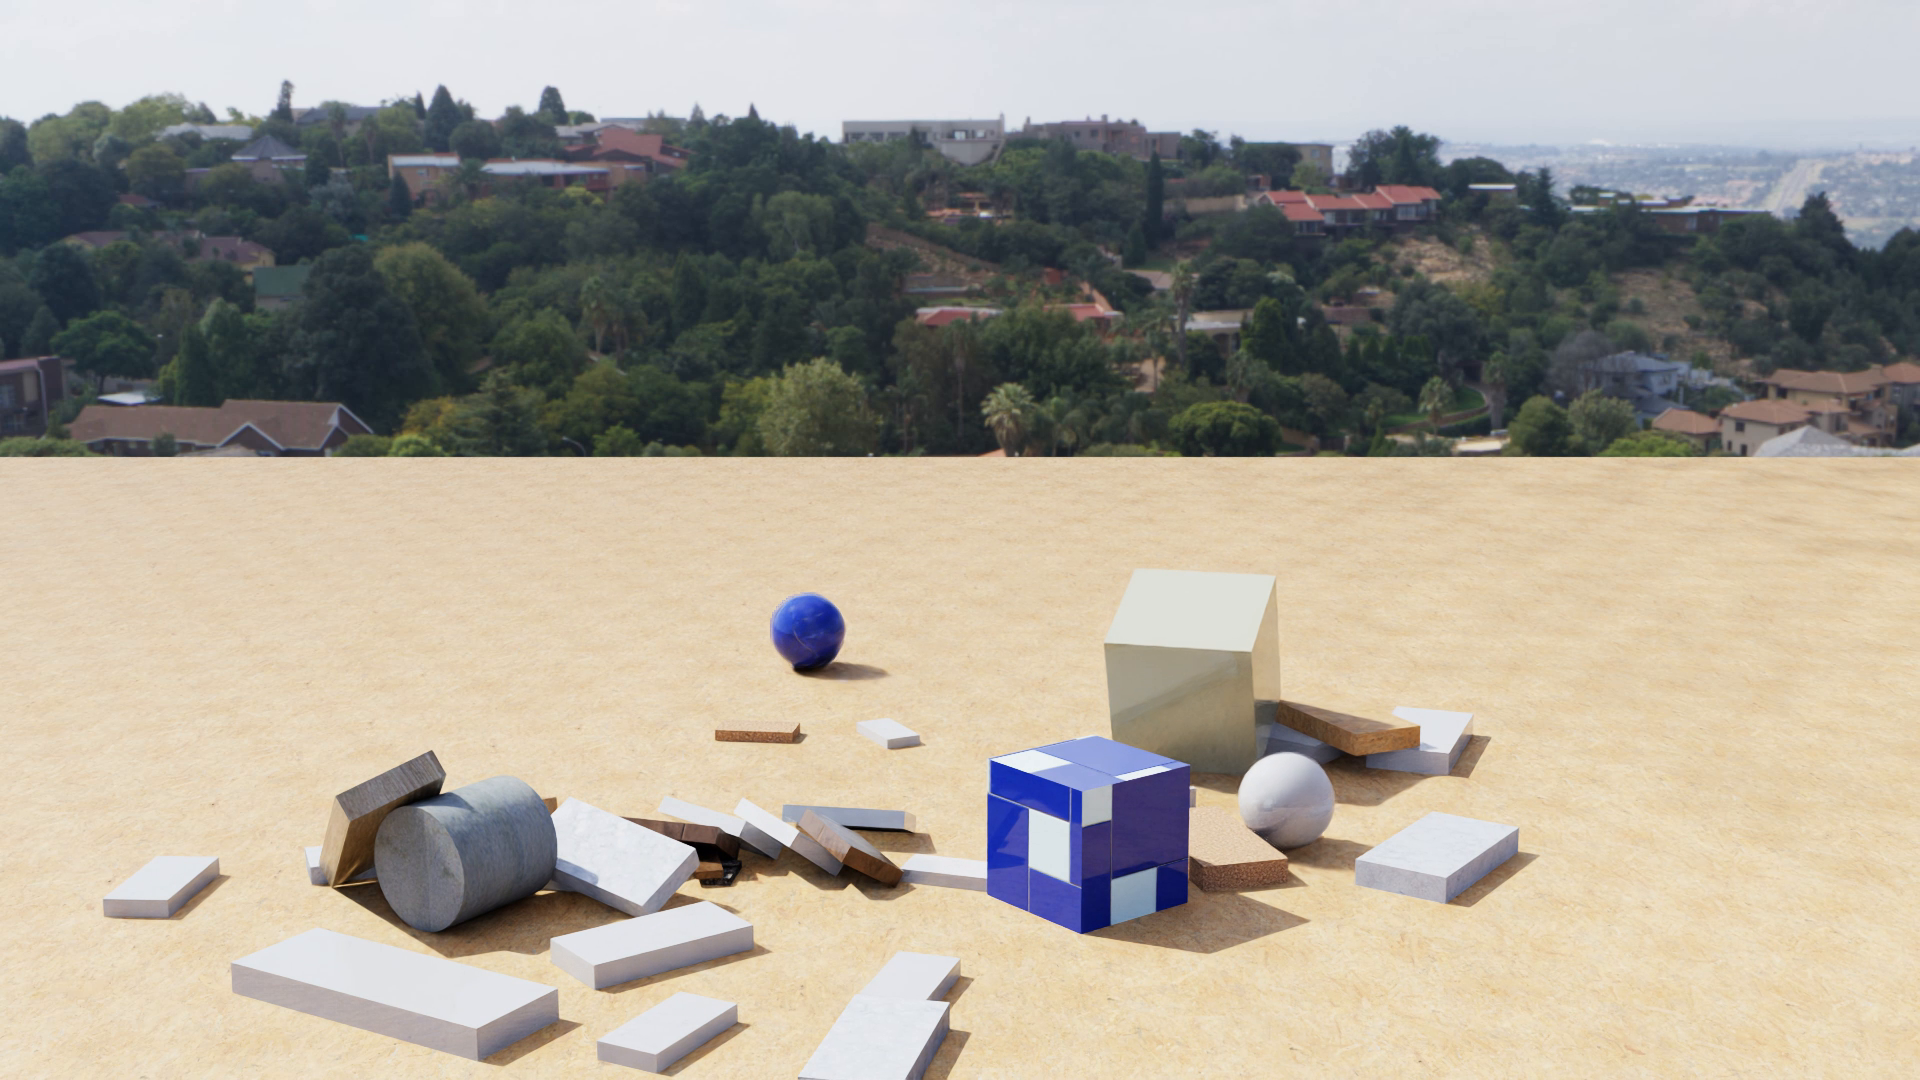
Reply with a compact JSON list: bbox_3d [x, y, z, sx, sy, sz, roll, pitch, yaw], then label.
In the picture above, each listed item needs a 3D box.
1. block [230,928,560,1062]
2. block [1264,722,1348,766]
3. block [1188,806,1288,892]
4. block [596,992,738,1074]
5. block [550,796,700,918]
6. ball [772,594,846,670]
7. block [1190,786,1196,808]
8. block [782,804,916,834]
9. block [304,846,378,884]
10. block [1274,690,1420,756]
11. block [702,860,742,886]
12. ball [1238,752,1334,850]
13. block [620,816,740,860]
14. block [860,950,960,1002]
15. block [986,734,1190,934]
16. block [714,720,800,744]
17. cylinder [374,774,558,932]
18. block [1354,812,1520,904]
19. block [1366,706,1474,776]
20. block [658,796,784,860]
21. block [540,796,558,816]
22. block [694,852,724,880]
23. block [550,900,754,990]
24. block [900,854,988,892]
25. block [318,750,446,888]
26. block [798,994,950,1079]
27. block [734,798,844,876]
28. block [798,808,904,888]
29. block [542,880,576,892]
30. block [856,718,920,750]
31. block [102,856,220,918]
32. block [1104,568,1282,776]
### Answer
[{"bbox_3d":[-0.824,0.654,3.193,0.481,0.048,0.168,6,12,30],"label":"block"},{"bbox_3d":[0.629,0.404,4.546,0.324,0.046,0.162,8,13,37],"label":"block"},{"bbox_3d":[0.437,0.536,3.841,0.154,0.044,0.309,-3,11,-16],"label":"block"},{"bbox_3d":[-0.407,0.686,3.073,0.099,0.028,0.198,5,12,27],"label":"block"},{"bbox_3d":[-0.582,0.525,3.634,0.277,0.039,0.139,17,45,30],"label":"block"},{"bbox_3d":[-0.357,0.217,5.195,0.177,0.177,0.177,0,11,0],"label":"ball"},{"bbox_3d":[0.286,0.471,4.188,0.154,0.044,0.309,-8,13,-37],"label":"block"},{"bbox_3d":[-0.199,0.501,3.953,0.222,0.031,0.111,2,-11,10],"label":"block"},{"bbox_3d":[-1.012,0.550,3.798,0.221,0.031,0.110,-4,11,-21],"label":"block"},{"bbox_3d":[0.780,0.371,4.478,0.154,0.044,0.309,-5,12,-25],"label":"block"},{"bbox_3d":[-0.405,0.567,3.754,0.047,0.013,0.094,1,11,7],"label":"block"},{"bbox_3d":[0.577,0.462,3.891,0.171,0.171,0.171,0,11,0],"label":"ball"},{"bbox_3d":[-0.502,0.518,3.823,0.215,0.030,0.108,3,-23,18],"label":"block"},{"bbox_3d":[-0.075,0.657,3.231,0.099,0.028,0.198,3,11,17],"label":"block"},{"bbox_3d":[0.210,0.479,3.624,0.235,0.235,0.235,-8,13,-38],"label":"block"},{"bbox_3d":[-0.425,0.402,4.618,0.165,0.023,0.082,1,11,7],"label":"block"},{"bbox_3d":[-0.799,0.505,3.563,0.206,0.206,0.206,7,13,33],"label":"cylinder"},{"bbox_3d":[0.825,0.544,3.791,0.162,0.046,0.324,7,13,34],"label":"block"},{"bbox_3d":[0.947,0.410,4.513,0.162,0.046,0.324,4,11,21],"label":"block"},{"bbox_3d":[-0.423,0.507,3.875,0.215,0.030,0.108,9,-22,41],"label":"block"},{"bbox_3d":[-0.886,0.489,3.869,0.337,0.048,0.168,-6,-1,36],"label":"block"},{"bbox_3d":[-0.432,0.555,3.747,0.047,0.013,0.094,-2,11,-12],"label":"block"},{"bbox_3d":[-0.473,0.622,3.388,0.277,0.039,0.139,-8,13,-37],"label":"block"},{"bbox_3d":[-0.012,0.565,3.737,0.165,0.023,0.082,4,11,19],"label":"block"},{"bbox_3d":[-0.949,0.460,3.602,0.168,0.048,0.337,-26,-15,-30],"label":"block"},{"bbox_3d":[-0.113,0.696,2.991,0.139,0.039,0.285,2,11,12],"label":"block"},{"bbox_3d":[-0.298,0.515,3.819,0.111,0.031,0.222,38,-11,-31],"label":"block"},{"bbox_3d":[-0.189,0.528,3.772,0.111,0.031,0.222,30,-3,-25],"label":"block"},{"bbox_3d":[-0.713,0.560,3.744,0.221,0.031,0.110,2,11,11],"label":"block"},{"bbox_3d":[-0.151,0.405,4.607,0.075,0.021,0.150,-5,12,-27],"label":"block"},{"bbox_3d":[-1.327,0.576,3.661,0.108,0.030,0.215,1,11,3],"label":"block"},{"bbox_3d":[0.473,0.261,4.422,0.290,0.290,0.290,3,30,17],"label":"block"}]
